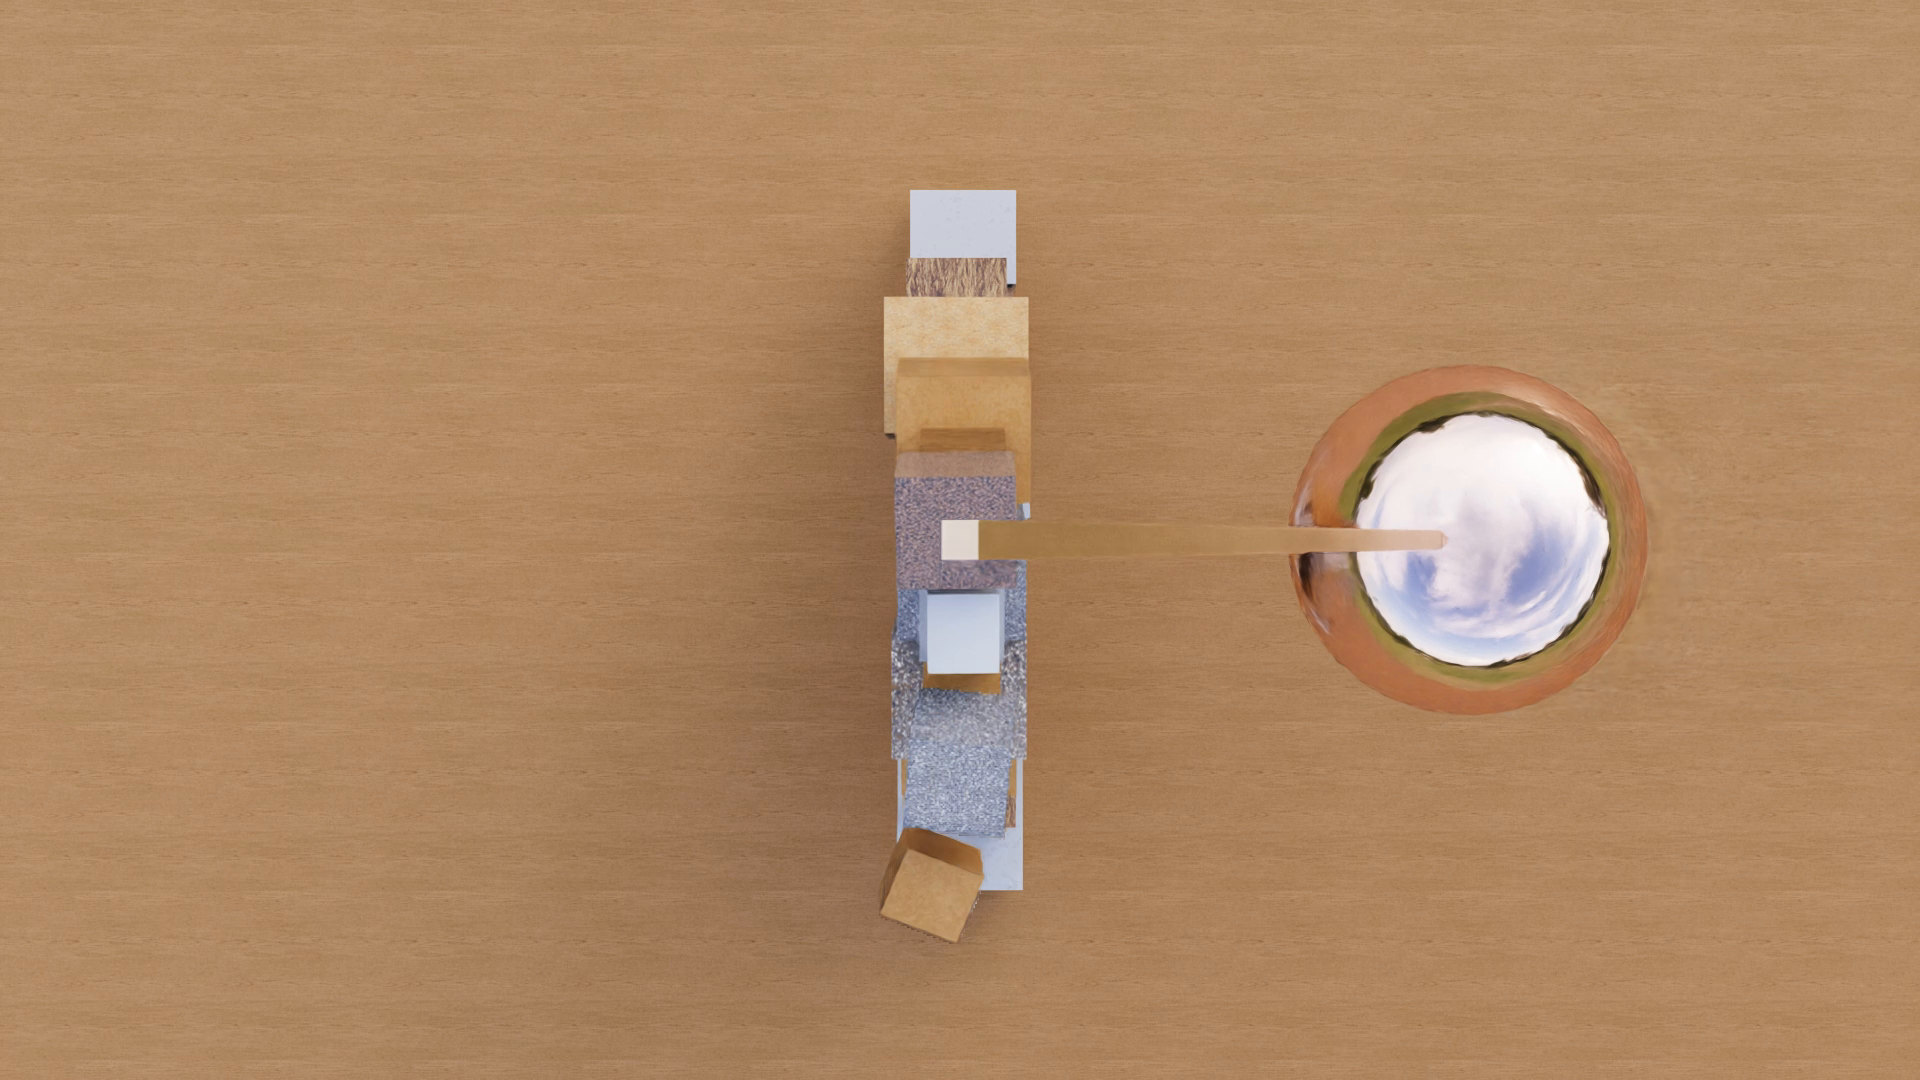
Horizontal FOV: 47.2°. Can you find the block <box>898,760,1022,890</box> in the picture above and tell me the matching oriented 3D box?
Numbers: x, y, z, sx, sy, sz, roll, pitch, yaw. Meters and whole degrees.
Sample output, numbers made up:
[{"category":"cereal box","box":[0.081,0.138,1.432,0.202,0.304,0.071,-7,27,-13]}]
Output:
[{"category":"block","box":[0.001,1.581,12.664,0.700,0.673,0.763,0,90,0]}]

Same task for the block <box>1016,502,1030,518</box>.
[{"category":"block","box":[0.020,-0.464,12.617,0.740,0.766,0.682,0,90,0]}]

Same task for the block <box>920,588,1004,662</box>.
[{"category":"block","box":[0.007,0.292,10.137,0.383,0.410,0.448,0,101,-1]}]

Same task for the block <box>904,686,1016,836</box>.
[{"category":"block","box":[0.002,1.000,9.954,0.450,0.454,0.464,6,117,2]}]

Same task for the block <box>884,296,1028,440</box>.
[{"category":"block","box":[-0.018,-0.857,11.111,0.708,0.674,0.667,0,90,0]}]

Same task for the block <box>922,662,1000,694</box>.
[{"category":"block","box":[0.007,0.680,10.394,0.358,0.340,0.383,0,96,0]}]

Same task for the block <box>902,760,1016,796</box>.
[{"category":"block","box":[-0.006,0.980,11.427,0.584,0.598,0.583,0,96,0]}]

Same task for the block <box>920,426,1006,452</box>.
[{"category":"block","box":[0.016,-0.253,10.018,0.387,0.435,0.446,-1,104,0]}]

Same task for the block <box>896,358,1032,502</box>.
[{"category":"block","box":[0.016,-0.530,10.474,0.624,0.581,0.594,0,104,0]}]

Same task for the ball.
[{"category":"ball","box":[2.295,0.000,10.001,1.600,1.600,1.600,0,90,0]}]

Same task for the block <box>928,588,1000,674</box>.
[{"category":"block","box":[0.013,0.377,9.767,0.313,0.349,0.356,0,101,-1]}]

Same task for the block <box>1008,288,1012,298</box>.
[{"category":"block","box":[0.004,-1.121,12.709,0.589,0.583,0.613,0,90,0]}]

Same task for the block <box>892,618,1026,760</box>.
[{"category":"block","box":[-0.004,0.726,10.836,0.649,0.529,0.620,0,96,0]}]

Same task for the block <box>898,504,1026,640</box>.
[{"category":"block","box":[0.008,0.149,10.642,0.607,0.631,0.536,0,102,0]}]

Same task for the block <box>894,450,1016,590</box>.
[{"category":"block","box":[-0.016,-0.093,9.554,0.511,0.542,0.487,-1,104,1]}]

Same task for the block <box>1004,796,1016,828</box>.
[{"category":"block","box":[0.018,1.297,12.091,0.566,0.473,0.511,0,90,0]}]

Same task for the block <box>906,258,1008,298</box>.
[{"category":"block","box":[-0.018,-1.245,12.039,0.538,0.605,0.533,0,91,0]}]

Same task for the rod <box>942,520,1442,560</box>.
[{"category":"rod","box":[0.994,0.000,6.859,0.080,5.200,0.080,0,90,22]}]

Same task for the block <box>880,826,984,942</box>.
[{"category":"block","box":[-0.152,1.790,11.542,0.425,0.440,0.380,22,99,-6]}]

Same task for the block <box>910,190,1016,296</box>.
[{"category":"block","box":[0.018,-1.701,12.669,0.593,0.661,0.525,0,90,0]}]
